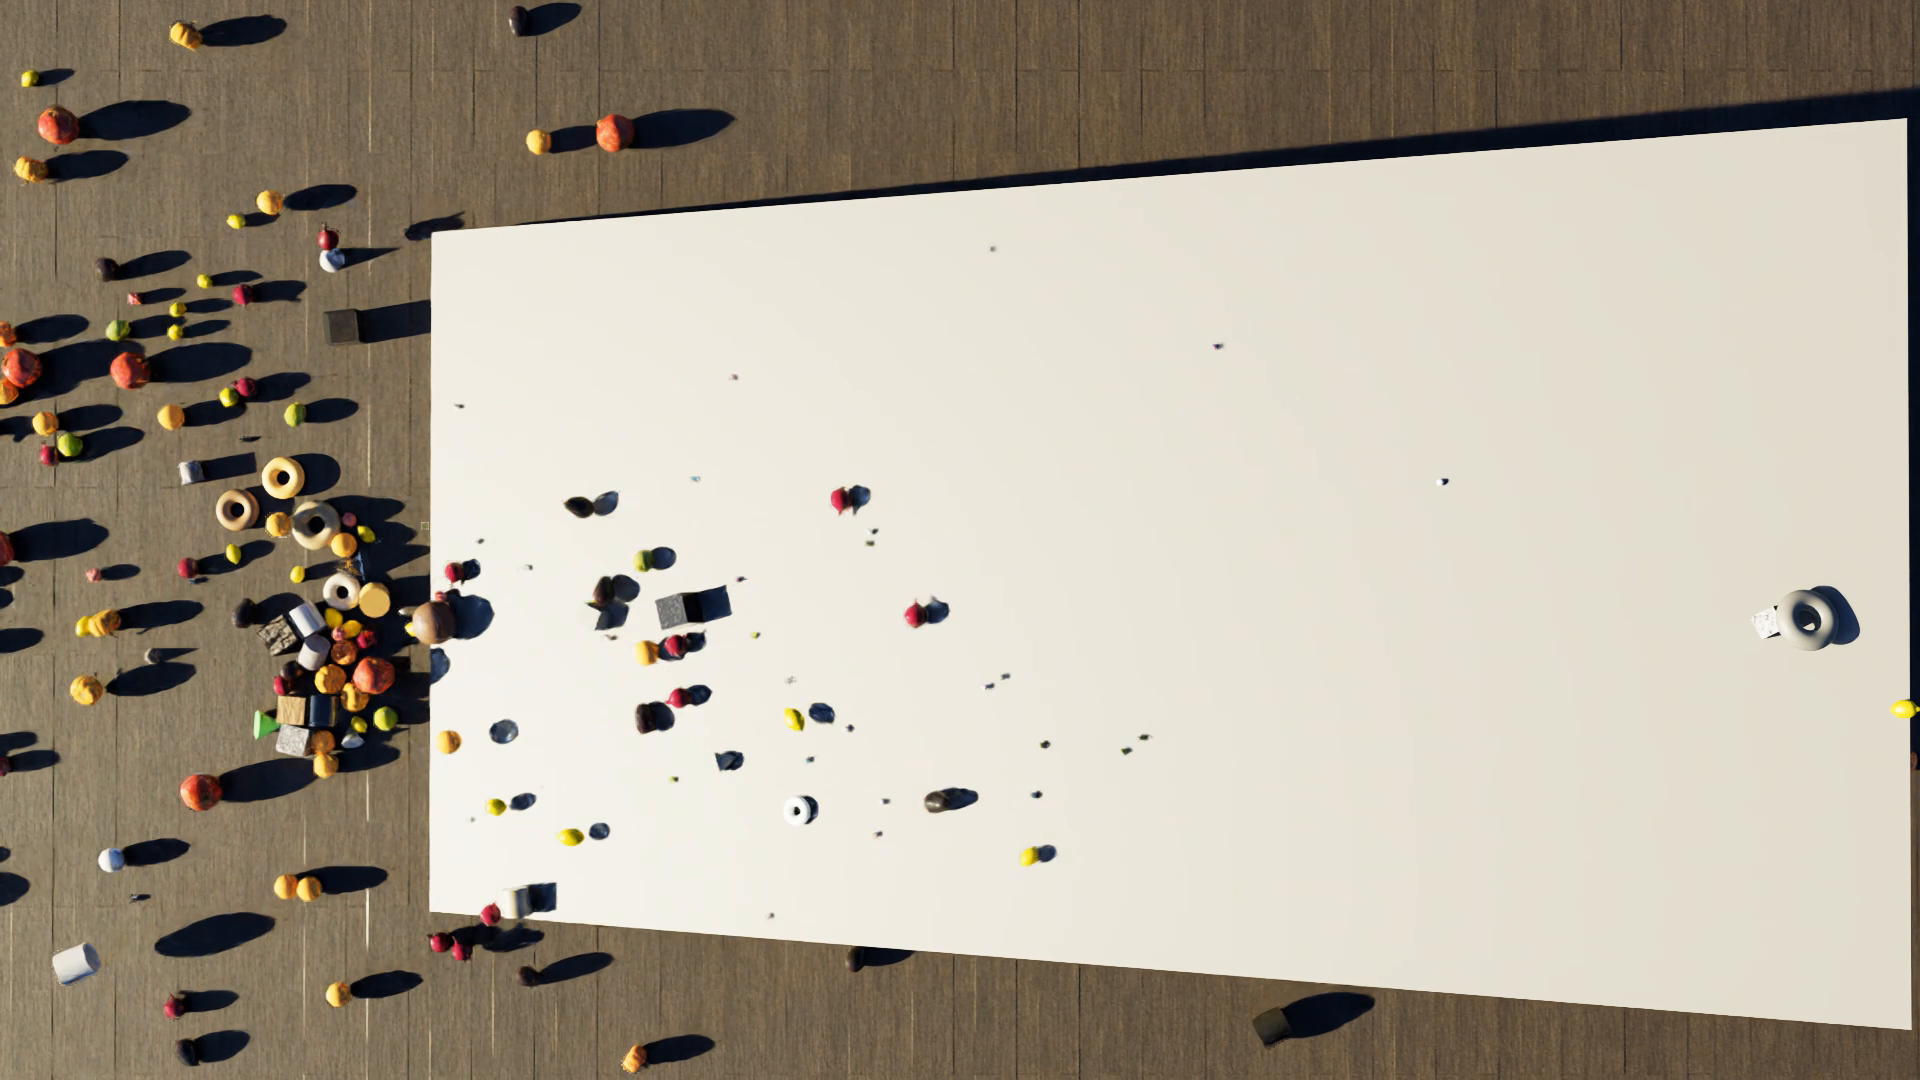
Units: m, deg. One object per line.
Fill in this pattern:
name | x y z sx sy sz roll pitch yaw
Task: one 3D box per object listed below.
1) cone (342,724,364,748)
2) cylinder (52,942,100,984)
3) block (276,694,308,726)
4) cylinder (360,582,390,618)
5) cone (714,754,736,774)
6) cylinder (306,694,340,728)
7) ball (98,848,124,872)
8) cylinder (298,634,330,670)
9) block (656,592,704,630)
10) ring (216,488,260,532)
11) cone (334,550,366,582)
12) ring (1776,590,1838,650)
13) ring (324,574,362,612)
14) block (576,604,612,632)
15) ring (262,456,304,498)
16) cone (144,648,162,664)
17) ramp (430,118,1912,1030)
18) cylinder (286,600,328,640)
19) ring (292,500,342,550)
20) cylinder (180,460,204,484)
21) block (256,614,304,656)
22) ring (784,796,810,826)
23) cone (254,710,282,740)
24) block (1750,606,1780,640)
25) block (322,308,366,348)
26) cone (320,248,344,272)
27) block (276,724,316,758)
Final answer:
cone | -1.812 0.577 6.551 0.063 0.063 0.063 -15 63 0
cylinder | -2.585 1.239 6.434 0.094 0.094 0.094 -23 89 -2
block | -1.974 0.504 6.526 0.080 0.080 0.080 5 89 0
cylinder | -1.733 0.176 6.514 0.087 0.087 0.087 -3 104 -14
cone | -0.638 0.604 6.041 0.059 0.059 0.059 -25 89 -17
cylinder | -1.887 0.506 6.520 0.091 0.091 0.091 3 89 0
ball | -2.516 0.949 6.524 0.073 0.073 0.073 0 89 0
cylinder | -1.914 0.334 6.516 0.075 0.075 0.075 31 123 0
block | -0.775 0.196 6.075 0.086 0.086 0.086 -16 83 24
ring | -2.152 -0.090 6.552 0.127 0.042 0.127 0 90 -1
cone | -1.799 0.090 6.551 0.089 0.089 0.089 -34 116 0
ring | 1.876 0.177 4.869 0.141 0.047 0.141 2 72 -6
ring | -1.839 0.156 6.552 0.113 0.038 0.113 0 91 0
block | -1.032 0.218 6.206 0.060 0.060 0.060 24 99 23
ring | -2.016 -0.185 6.554 0.126 0.042 0.126 0 88 0
cone | -2.409 0.348 6.543 0.050 0.050 0.050 0 89 0
ramp | 0.283 0.083 5.699 4.000 0.100 2.000 0 89 24
cylinder | -1.937 0.239 6.526 0.087 0.087 0.087 -33 89 0
ring | -1.915 -0.045 6.548 0.148 0.049 0.148 0 92 3
cylinder | -2.286 -0.201 6.544 0.061 0.061 0.061 -12 89 0
block | -2.014 0.282 6.524 0.089 0.089 0.089 -33 89 0
ring | -0.440 0.734 5.950 0.081 0.027 0.081 -1 89 26
cone | -2.049 0.548 6.546 0.085 0.085 0.085 -1 89 -29
block | 1.809 0.185 4.920 0.055 0.055 0.055 -31 77 21
block | -1.828 -0.630 6.531 0.096 0.096 0.096 -7 89 0
cone | -1.879 -0.839 6.545 0.074 0.074 0.074 0 89 0
block | -1.969 0.591 6.524 0.082 0.082 0.082 14 89 0
